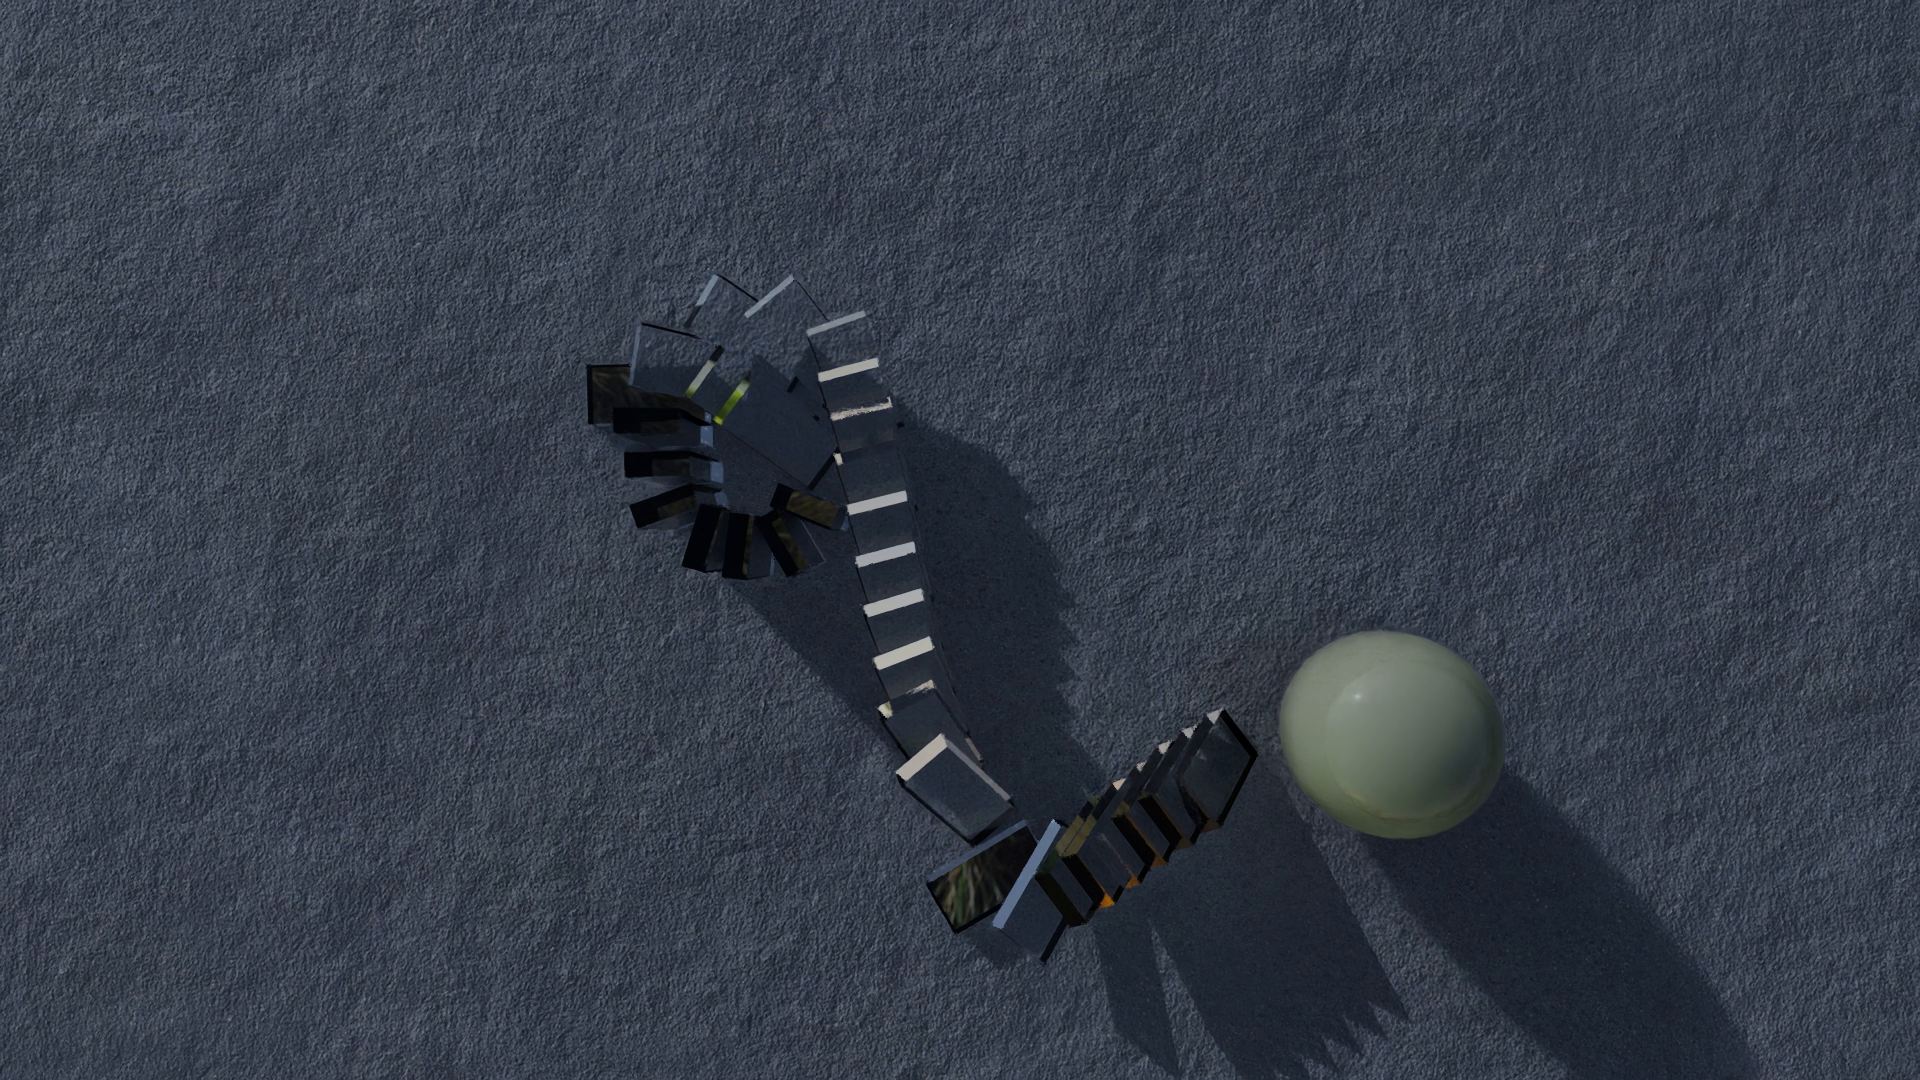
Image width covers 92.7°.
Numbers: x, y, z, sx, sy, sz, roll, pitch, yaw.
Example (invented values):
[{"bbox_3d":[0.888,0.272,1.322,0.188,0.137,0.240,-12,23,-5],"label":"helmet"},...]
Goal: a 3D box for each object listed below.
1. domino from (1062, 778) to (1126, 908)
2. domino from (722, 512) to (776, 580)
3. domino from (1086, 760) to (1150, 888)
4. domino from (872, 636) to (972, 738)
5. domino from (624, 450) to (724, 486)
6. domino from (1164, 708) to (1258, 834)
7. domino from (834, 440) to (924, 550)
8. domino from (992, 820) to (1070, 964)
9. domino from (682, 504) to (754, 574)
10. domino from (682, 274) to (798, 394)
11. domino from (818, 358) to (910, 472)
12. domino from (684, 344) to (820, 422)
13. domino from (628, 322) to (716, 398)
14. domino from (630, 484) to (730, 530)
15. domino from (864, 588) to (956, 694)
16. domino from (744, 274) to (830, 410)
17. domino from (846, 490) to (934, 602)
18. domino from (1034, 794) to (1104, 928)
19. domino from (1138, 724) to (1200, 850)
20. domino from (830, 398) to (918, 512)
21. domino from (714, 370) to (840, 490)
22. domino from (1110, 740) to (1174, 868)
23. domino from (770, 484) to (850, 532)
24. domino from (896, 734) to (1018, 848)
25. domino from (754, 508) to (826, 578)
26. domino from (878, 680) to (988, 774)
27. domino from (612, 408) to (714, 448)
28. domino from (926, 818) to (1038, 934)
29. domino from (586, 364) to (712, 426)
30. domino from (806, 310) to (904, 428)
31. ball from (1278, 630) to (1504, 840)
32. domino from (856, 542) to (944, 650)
[{"bbox_3d":[0.063,0.124,0.378,0.009,0.050,0.025,-37,90,42],"label":"domino"},{"bbox_3d":[-0.085,0.002,0.375,0.010,0.050,0.025,7,90,0],"label":"domino"},{"bbox_3d":[0.073,0.116,0.378,0.009,0.050,0.025,-37,90,42],"label":"domino"},{"bbox_3d":[-0.015,0.066,0.384,0.025,0.009,0.050,-21,119,0],"label":"domino"},{"bbox_3d":[-0.116,-0.029,0.375,0.025,0.050,0.009,-2,90,0],"label":"domino"},{"bbox_3d":[0.105,0.094,0.378,0.009,0.050,0.025,-37,90,42],"label":"domino"},{"bbox_3d":[-0.033,-0.015,0.382,0.025,0.010,0.050,-15,124,0],"label":"domino"},{"bbox_3d":[0.037,0.146,0.383,0.025,0.010,0.050,42,66,-13],"label":"domino"},{"bbox_3d":[-0.098,-0.001,0.375,0.010,0.050,0.025,17,90,0],"label":"domino"},{"bbox_3d":[-0.086,-0.085,0.382,0.050,0.010,0.025,31,88,-35],"label":"domino"},{"bbox_3d":[-0.040,-0.048,0.382,0.025,0.010,0.050,-15,124,0],"label":"domino"},{"bbox_3d":[-0.086,-0.056,0.381,0.050,0.009,0.025,35,91,-37],"label":"domino"},{"bbox_3d":[-0.110,-0.072,0.383,0.050,0.010,0.025,9,90,-31],"label":"domino"},{"bbox_3d":[-0.113,-0.013,0.375,0.025,0.050,0.010,-20,90,0],"label":"domino"},{"bbox_3d":[-0.021,0.046,0.384,0.025,0.009,0.050,-17,119,1],"label":"domino"},{"bbox_3d":[-0.063,-0.082,0.382,0.025,0.009,0.050,-40,122,-2],"label":"domino"},{"bbox_3d":[-0.029,0.006,0.383,0.025,0.009,0.050,-14,120,-1],"label":"domino"},{"bbox_3d":[0.053,0.131,0.378,0.025,0.050,0.010,53,132,0],"label":"domino"},{"bbox_3d":[0.094,0.101,0.378,0.010,0.050,0.025,-37,90,42],"label":"domino"},{"bbox_3d":[-0.035,-0.032,0.382,0.025,0.009,0.050,-14,124,-1],"label":"domino"},{"bbox_3d":[-0.074,-0.045,0.381,0.050,0.010,0.025,37,89,-37],"label":"domino"},{"bbox_3d":[0.083,0.108,0.378,0.025,0.050,0.009,53,132,-1],"label":"domino"},{"bbox_3d":[-0.060,-0.013,0.375,0.025,0.050,0.009,22,90,0],"label":"domino"},{"bbox_3d":[-0.001,0.105,0.384,0.025,0.010,0.050,-41,118,3],"label":"domino"},{"bbox_3d":[-0.068,0.001,0.375,0.009,0.050,0.025,-31,90,0],"label":"domino"},{"bbox_3d":[-0.011,0.084,0.383,0.025,0.010,0.050,-27,119,4],"label":"domino"},{"bbox_3d":[-0.120,-0.045,0.375,0.025,0.050,0.010,-1,89,0],"label":"domino"},{"bbox_3d":[0.013,0.145,0.395,0.050,0.009,0.025,-31,90,0],"label":"domino"},{"bbox_3d":[-0.134,-0.063,0.395,0.050,0.009,0.025,-2,90,0],"label":"domino"},{"bbox_3d":[-0.043,-0.067,0.383,0.025,0.009,0.050,-19,120,0],"label":"domino"},{"bbox_3d":[0.168,0.075,0.360,0.080,0.080,0.080,0,90,0],"label":"ball"},{"bbox_3d":[-0.025,0.027,0.384,0.025,0.010,0.050,-15,119,0],"label":"domino"}]
